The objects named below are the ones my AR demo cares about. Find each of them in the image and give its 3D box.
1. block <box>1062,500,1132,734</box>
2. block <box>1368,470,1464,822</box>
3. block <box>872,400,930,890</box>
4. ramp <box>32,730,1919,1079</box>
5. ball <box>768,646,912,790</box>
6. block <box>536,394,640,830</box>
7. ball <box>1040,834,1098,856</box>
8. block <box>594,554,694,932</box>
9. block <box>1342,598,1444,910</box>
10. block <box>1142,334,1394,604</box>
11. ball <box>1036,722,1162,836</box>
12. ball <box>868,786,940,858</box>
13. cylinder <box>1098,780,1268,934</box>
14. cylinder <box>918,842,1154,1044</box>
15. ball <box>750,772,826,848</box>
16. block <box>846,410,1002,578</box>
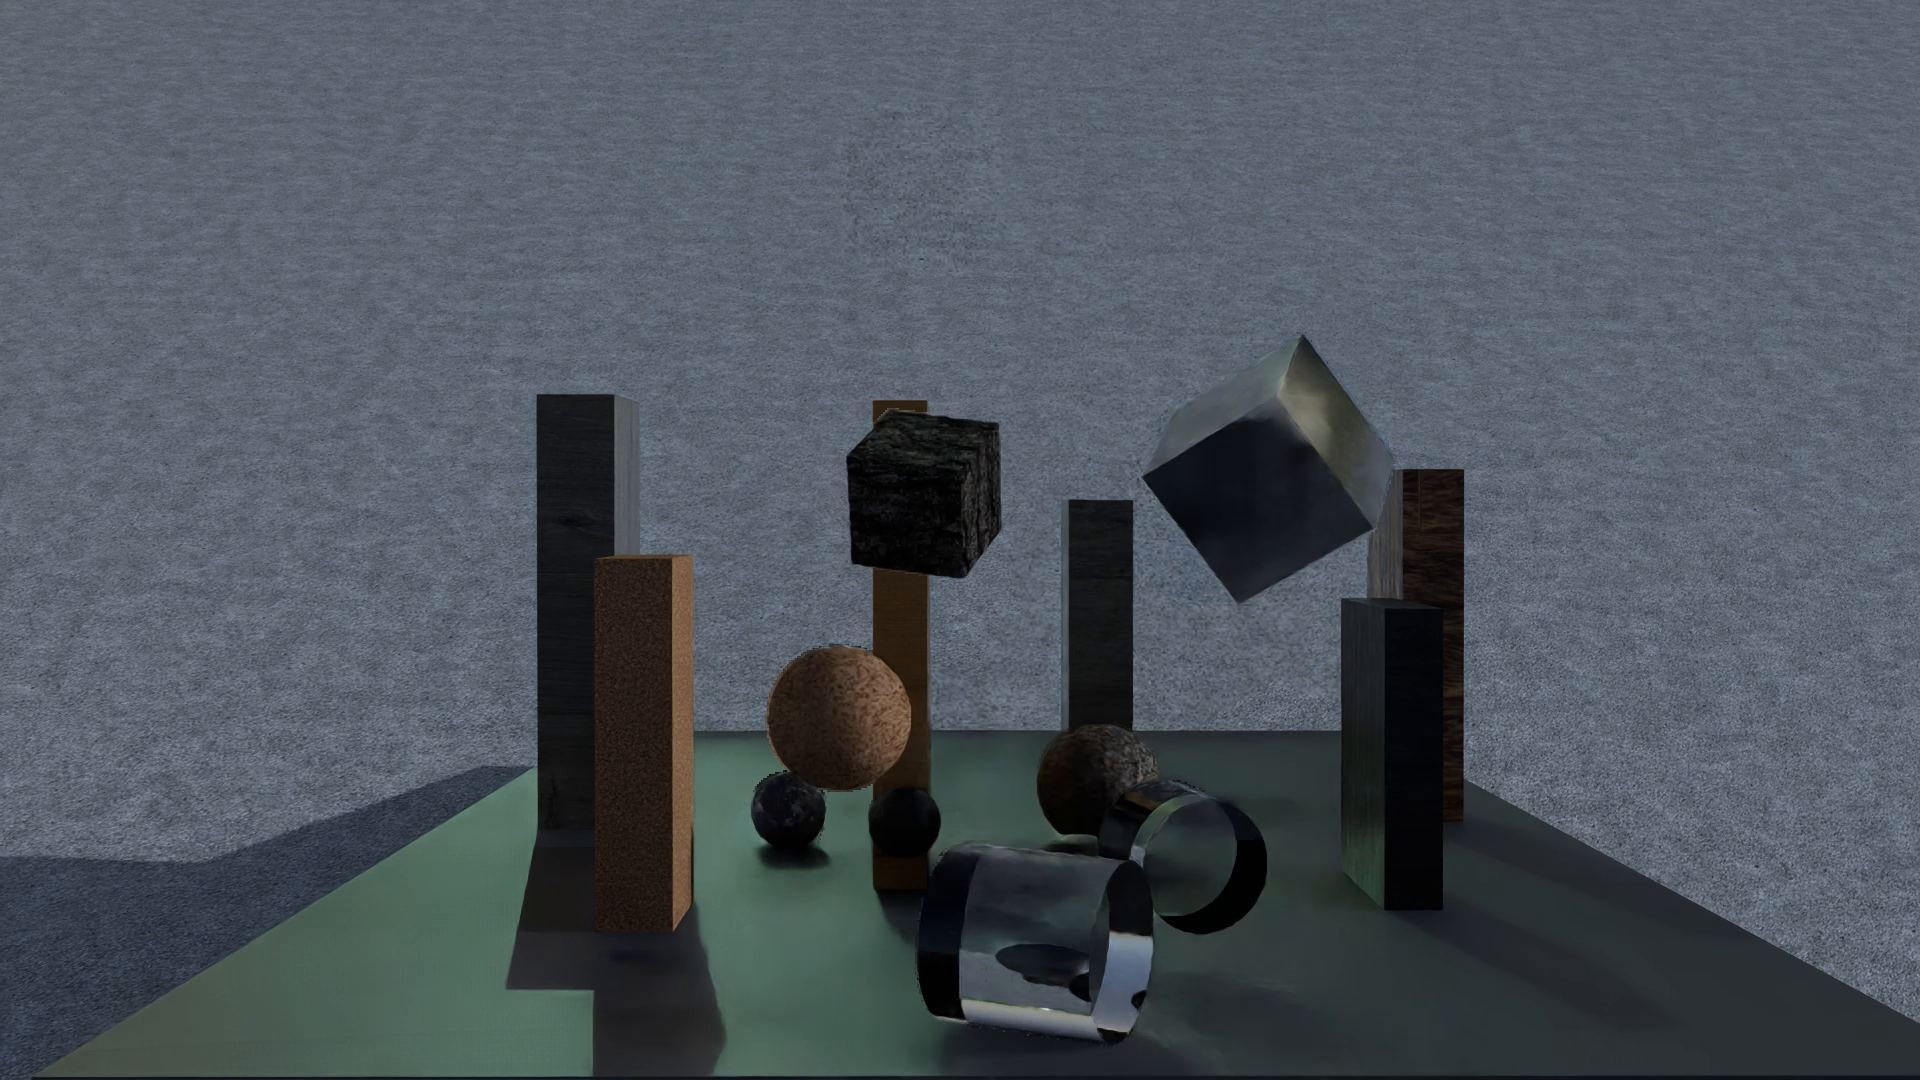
[{"bbox_3d":[0.310,0.202,5.904,0.141,0.589,0.411,0,1,0],"label":"block"},{"bbox_3d":[0.858,0.189,4.882,0.111,0.641,0.397,0,1,0],"label":"block"},{"bbox_3d":[-0.090,0.154,4.090,0.081,0.733,0.449,0,1,0],"label":"block"},{"bbox_3d":[0.063,0.564,4.603,2.000,0.100,4.000,0,1,0],"label":"ramp"},{"bbox_3d":[-0.133,0.198,2.865,0.159,0.159,0.159,0,28,0],"label":"ball"},{"bbox_3d":[-0.682,0.126,4.766,0.138,0.773,0.366,0,1,0],"label":"block"},{"bbox_3d":[0.156,0.459,3.413,0.142,0.142,0.142,0,28,0],"label":"ball"},{"bbox_3d":[-0.440,0.275,3.620,0.105,0.504,0.276,0,1,0],"label":"block"},{"bbox_3d":[0.644,0.309,3.872,0.083,0.429,0.410,0,1,0],"label":"block"},{"bbox_3d":[0.389,-0.090,3.238,0.205,0.205,0.205,-32,13,28],"label":"block"},{"bbox_3d":[0.234,0.413,4.346,0.209,0.209,0.209,0,28,0],"label":"ball"},{"bbox_3d":[-0.082,0.416,3.815,0.108,0.108,0.108,0,28,0],"label":"ball"},{"bbox_3d":[0.275,0.393,3.220,0.164,0.164,0.164,-8,6,-16],"label":"cylinder"},{"bbox_3d":[0.084,0.435,2.796,0.196,0.196,0.196,3,27,24],"label":"cylinder"},{"bbox_3d":[-0.288,0.455,4.341,0.126,0.126,0.126,0,28,0],"label":"ball"},{"bbox_3d":[-0.035,-0.048,2.660,0.121,0.121,0.121,7,28,18],"label":"block"}]
